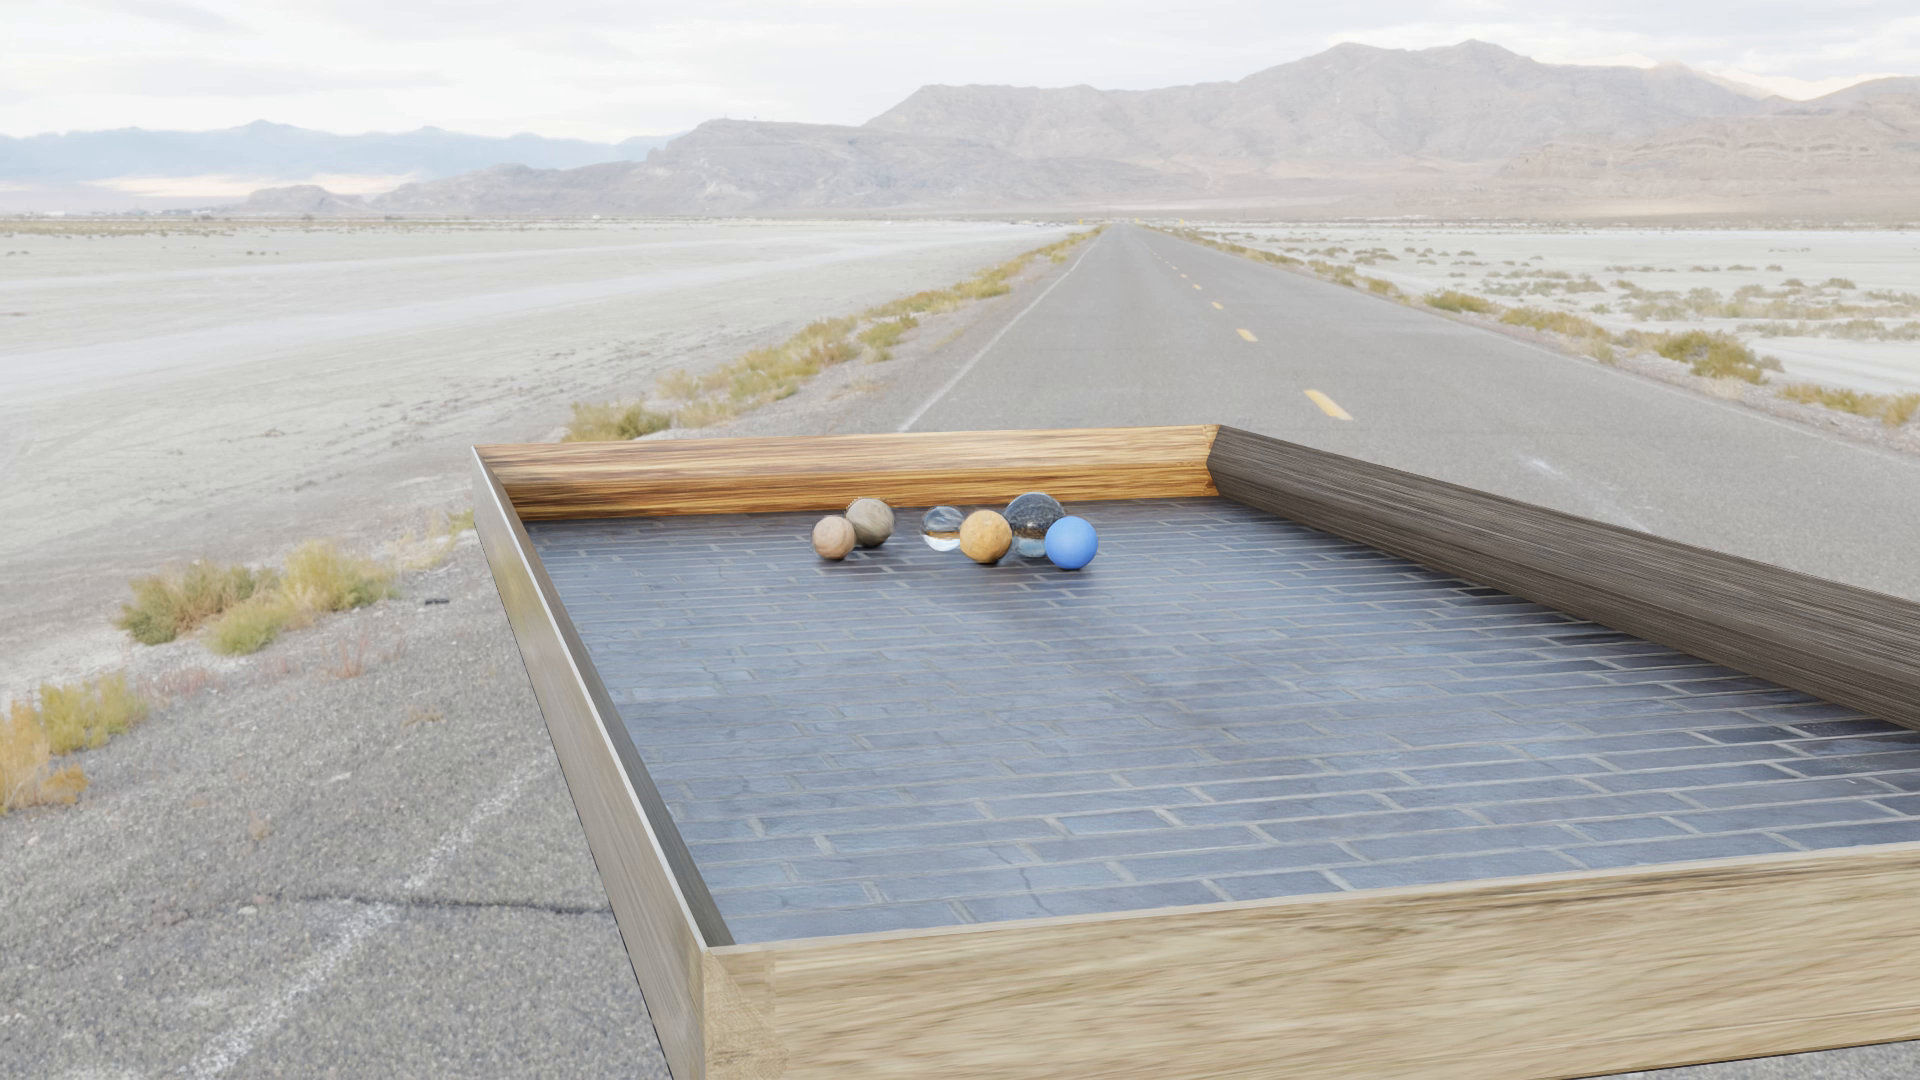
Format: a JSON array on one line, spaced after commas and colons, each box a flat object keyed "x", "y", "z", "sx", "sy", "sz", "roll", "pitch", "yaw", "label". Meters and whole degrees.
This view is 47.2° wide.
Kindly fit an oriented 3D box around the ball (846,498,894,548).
[{"x": -0.140, "y": -0.027, "z": 3.398, "sx": 0.076, "sy": 0.076, "sz": 0.076, "roll": 0, "pitch": 9, "yaw": 0, "label": "ball"}]

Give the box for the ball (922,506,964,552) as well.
[{"x": -0.025, "y": -0.017, "z": 3.356, "sx": 0.069, "sy": 0.069, "sz": 0.069, "roll": 0, "pitch": 9, "yaw": 0, "label": "ball"}]

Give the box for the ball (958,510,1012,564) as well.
[{"x": 0.038, "y": -0.005, "z": 3.242, "sx": 0.079, "sy": 0.079, "sz": 0.079, "roll": 0, "pitch": 9, "yaw": 0, "label": "ball"}]

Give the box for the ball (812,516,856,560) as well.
[{"x": -0.188, "y": -0.003, "z": 3.273, "sx": 0.066, "sy": 0.066, "sz": 0.066, "roll": 0, "pitch": 9, "yaw": 0, "label": "ball"}]

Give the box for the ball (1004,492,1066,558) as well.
[{"x": 0.112, "y": -0.022, "z": 3.294, "sx": 0.098, "sy": 0.098, "sz": 0.098, "roll": 0, "pitch": 9, "yaw": 0, "label": "ball"}]

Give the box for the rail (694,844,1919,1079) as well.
[{"x": 0.500, "y": 0.253, "z": 1.379, "sx": 1.332, "sy": 0.128, "sz": 0.045, "roll": -2, "pitch": 9, "yaw": -15, "label": "rail"}]

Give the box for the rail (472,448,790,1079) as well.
[{"x": -0.452, "y": 0.094, "z": 2.427, "sx": 0.045, "sy": 0.128, "sz": 2.591, "roll": -2, "pitch": 9, "yaw": -15, "label": "rail"}]

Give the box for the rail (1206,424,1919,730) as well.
[{"x": 0.789, "y": 0.043, "z": 2.758, "sx": 0.045, "sy": 0.128, "sz": 2.591, "roll": -2, "pitch": 9, "yaw": -15, "label": "rail"}]

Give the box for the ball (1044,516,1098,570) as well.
[{"x": 0.161, "y": 0.004, "z": 3.187, "sx": 0.078, "sy": 0.078, "sz": 0.078, "roll": 0, "pitch": 9, "yaw": 0, "label": "ball"}]

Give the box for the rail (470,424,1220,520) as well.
[{"x": -0.162, "y": -0.117, "z": 3.807, "sx": 1.332, "sy": 0.128, "sz": 0.045, "roll": -2, "pitch": 9, "yaw": -15, "label": "rail"}]
